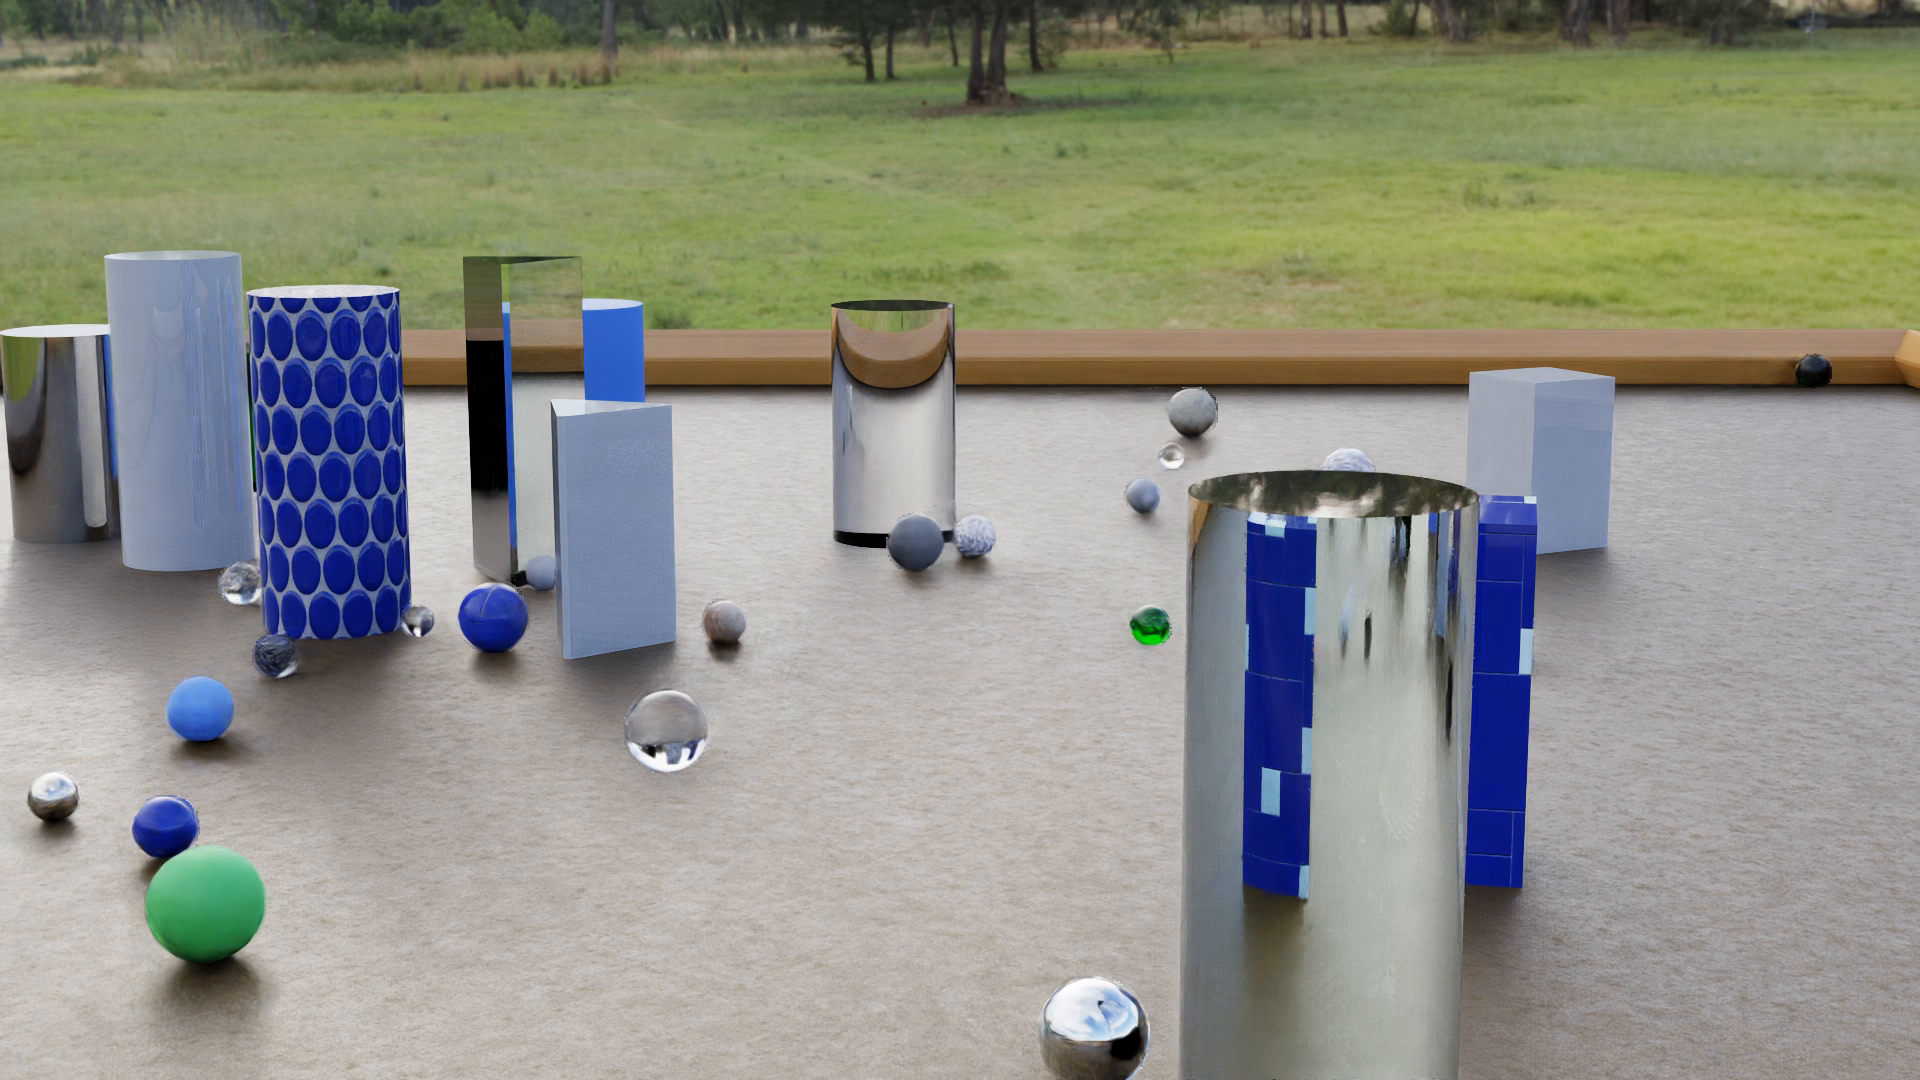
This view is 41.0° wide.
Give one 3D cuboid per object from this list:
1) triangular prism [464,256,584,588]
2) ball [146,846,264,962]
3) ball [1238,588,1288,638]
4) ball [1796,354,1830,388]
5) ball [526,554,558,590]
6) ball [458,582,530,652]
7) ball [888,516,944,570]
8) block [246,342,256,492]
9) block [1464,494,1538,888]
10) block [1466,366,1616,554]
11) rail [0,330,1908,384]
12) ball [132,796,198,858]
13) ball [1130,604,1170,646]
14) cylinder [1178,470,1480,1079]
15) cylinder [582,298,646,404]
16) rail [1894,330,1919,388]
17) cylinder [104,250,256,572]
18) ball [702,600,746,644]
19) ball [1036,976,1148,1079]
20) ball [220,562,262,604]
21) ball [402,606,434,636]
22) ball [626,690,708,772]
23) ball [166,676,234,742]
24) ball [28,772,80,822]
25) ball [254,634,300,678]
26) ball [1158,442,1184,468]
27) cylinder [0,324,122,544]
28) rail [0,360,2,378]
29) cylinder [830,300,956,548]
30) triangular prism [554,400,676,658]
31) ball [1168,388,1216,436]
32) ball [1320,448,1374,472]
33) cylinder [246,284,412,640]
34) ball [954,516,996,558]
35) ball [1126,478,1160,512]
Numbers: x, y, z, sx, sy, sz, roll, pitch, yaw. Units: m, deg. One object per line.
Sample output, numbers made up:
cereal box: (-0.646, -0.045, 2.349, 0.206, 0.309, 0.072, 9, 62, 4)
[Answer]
triangular prism: (-0.646, -0.176, 3.673, 0.144, 0.453, 0.166, 6, 12, 30)
ball: (-0.619, 0.299, 2.103, 0.094, 0.094, 0.094, 0, 11, 0)
ball: (0.388, 0.094, 3.292, 0.063, 0.063, 0.063, 0, 11, 0)
ball: (1.933, -0.382, 5.815, 0.075, 0.075, 0.075, 0, 11, 0)
ball: (-0.582, 0.045, 3.585, 0.050, 0.050, 0.050, 0, 11, 0)
ball: (-0.584, 0.096, 3.212, 0.087, 0.087, 0.087, 0, 11, 0)
ball: (-0.064, 0.004, 3.726, 0.080, 0.080, 0.080, 0, 11, 0)
block: (-1.225, -0.216, 4.468, 0.153, 0.240, 0.153, -7, 12, -31)
block: (0.444, 0.133, 2.353, 0.153, 0.330, 0.153, 2, 11, 12)
block: (0.884, -0.124, 3.921, 0.153, 0.260, 0.153, -5, 12, -27)
rail: (-0.014, -0.415, 5.851, 4.377, 0.124, 0.045, 0, 11, 0)
ball: (-0.737, 0.266, 2.378, 0.058, 0.058, 0.058, 0, 11, 0)
ball: (0.241, 0.108, 3.248, 0.051, 0.051, 0.051, 0, 11, 0)
cylinder: (0.246, 0.188, 1.737, 0.191, 0.446, 0.191, 0, 11, 0)
cylinder: (-0.589, -0.191, 4.015, 0.191, 0.357, 0.191, 0, 11, 0)
rail: (2.165, 0.030, 3.461, 0.045, 0.124, 4.934, 0, 11, 0)
cylinder: (-1.145, -0.193, 3.776, 0.191, 0.450, 0.191, 0, 11, 0)
ball: (-0.299, 0.104, 3.256, 0.055, 0.055, 0.055, 0, 11, 0)
ball: (0.095, 0.354, 1.842, 0.081, 0.081, 0.081, 0, 11, 0)
ball: (-0.977, 0.060, 3.489, 0.057, 0.057, 0.057, 0, 11, 0)
ball: (-0.696, 0.104, 3.296, 0.041, 0.041, 0.041, 0, 11, 0)
ball: (-0.304, 0.198, 2.666, 0.086, 0.086, 0.086, 0, 11, 0)
ball: (-0.825, 0.184, 2.786, 0.071, 0.071, 0.071, 0, 11, 0)
ball: (-0.881, 0.250, 2.493, 0.048, 0.048, 0.048, 0, 11, 0)
ball: (-0.818, 0.139, 3.073, 0.054, 0.054, 0.054, 0, 11, 0)
ball: (0.384, -0.153, 4.658, 0.047, 0.047, 0.047, 0, 11, 0)
cylinder: (-1.385, -0.168, 4.000, 0.191, 0.318, 0.191, 0, 11, 0)
rail: (-2.165, 0.034, 3.437, 0.045, 0.124, 4.934, 0, 11, 0)
cylinder: (-0.102, -0.182, 3.957, 0.191, 0.361, 0.191, 0, 11, 0)
triangular prism: (-0.472, -0.021, 3.253, 0.166, 0.303, 0.144, -9, 14, -41)
ball: (0.458, -0.252, 5.059, 0.096, 0.096, 0.096, 0, 11, 0)
ball: (0.651, -0.110, 4.311, 0.090, 0.090, 0.090, 0, 11, 0)
cylinder: (-0.818, -0.105, 3.338, 0.191, 0.437, 0.191, 0, 11, 0)
ball: (0.022, -0.005, 3.823, 0.063, 0.063, 0.063, 0, 11, 0)
ball: (0.301, -0.073, 4.205, 0.056, 0.056, 0.056, 0, 11, 0)
